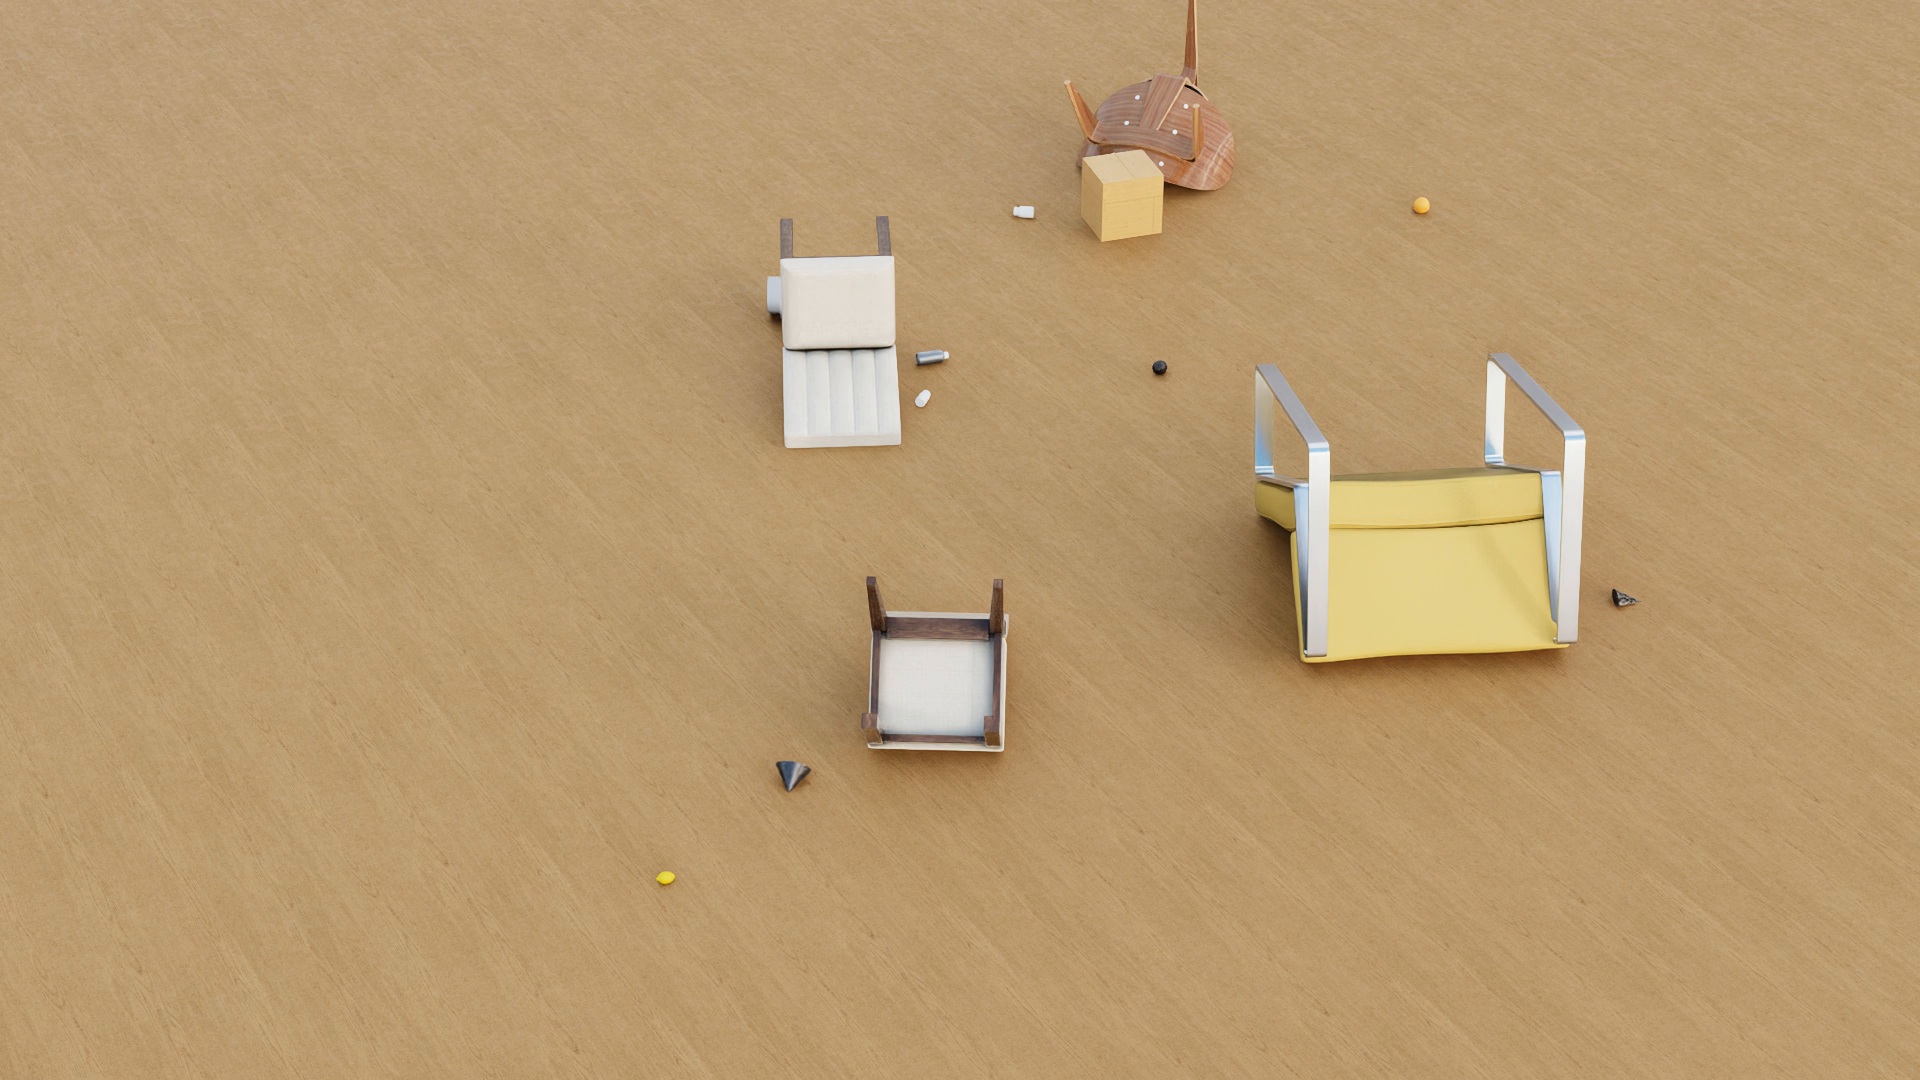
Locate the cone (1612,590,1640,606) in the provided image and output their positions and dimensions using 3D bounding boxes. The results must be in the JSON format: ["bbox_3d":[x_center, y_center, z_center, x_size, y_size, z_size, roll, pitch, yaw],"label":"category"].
[{"bbox_3d":[2.417,0.216,10.599,0.101,0.039,0.103,9,32,-7],"label":"cone"}]

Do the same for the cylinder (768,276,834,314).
[{"bbox_3d":[-0.671,-1.033,12.391,0.279,0.131,0.250,-1,28,-2],"label":"cylinder"}]

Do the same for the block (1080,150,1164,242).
[{"bbox_3d":[0.718,-1.529,13.008,0.283,0.283,0.270,-10,35,-15],"label":"block"}]

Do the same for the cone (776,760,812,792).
[{"bbox_3d":[-0.559,0.794,9.701,0.120,0.094,0.093,10,62,1],"label":"cone"}]
